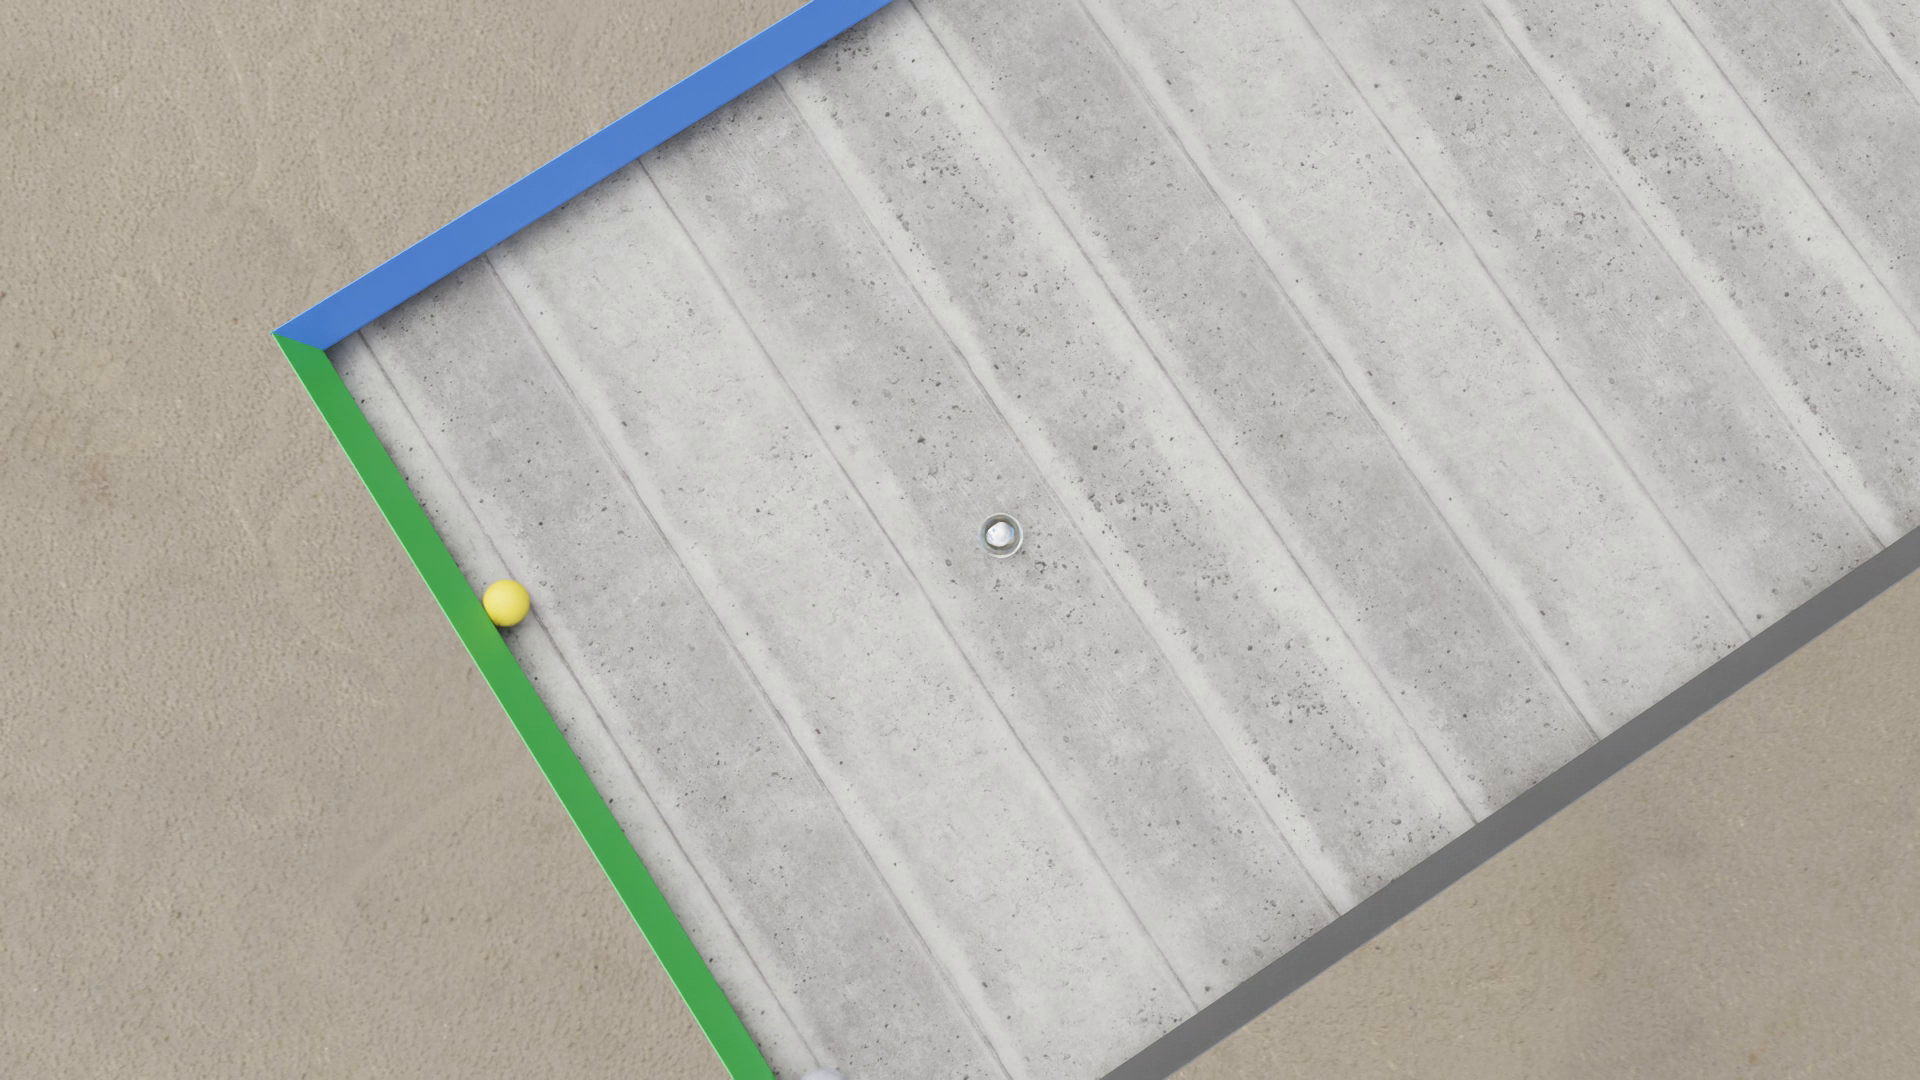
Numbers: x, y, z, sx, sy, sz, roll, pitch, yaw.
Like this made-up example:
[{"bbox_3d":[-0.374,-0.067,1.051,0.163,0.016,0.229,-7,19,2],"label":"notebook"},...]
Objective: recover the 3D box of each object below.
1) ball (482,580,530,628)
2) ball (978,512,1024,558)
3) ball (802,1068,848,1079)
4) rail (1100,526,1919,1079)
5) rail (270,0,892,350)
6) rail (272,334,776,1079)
[{"bbox_3d":[-0.673,0.094,3.265,0.070,0.070,0.070,0,80,0],"label":"ball"},{"bbox_3d":[0.061,-0.007,3.284,0.067,0.067,0.067,0,80,0],"label":"ball"},{"bbox_3d":[-0.194,0.797,3.137,0.085,0.085,0.085,0,80,0],"label":"ball"},{"bbox_3d":[1.009,0.272,3.213,2.769,0.110,0.045,-33,82,-5],"label":"rail"},{"bbox_3d":[0.150,-1.025,3.435,2.769,0.110,0.045,-33,82,-5],"label":"rail"},{"bbox_3d":[-0.560,0.357,3.198,0.045,0.110,1.619,-33,82,-5],"label":"rail"}]
